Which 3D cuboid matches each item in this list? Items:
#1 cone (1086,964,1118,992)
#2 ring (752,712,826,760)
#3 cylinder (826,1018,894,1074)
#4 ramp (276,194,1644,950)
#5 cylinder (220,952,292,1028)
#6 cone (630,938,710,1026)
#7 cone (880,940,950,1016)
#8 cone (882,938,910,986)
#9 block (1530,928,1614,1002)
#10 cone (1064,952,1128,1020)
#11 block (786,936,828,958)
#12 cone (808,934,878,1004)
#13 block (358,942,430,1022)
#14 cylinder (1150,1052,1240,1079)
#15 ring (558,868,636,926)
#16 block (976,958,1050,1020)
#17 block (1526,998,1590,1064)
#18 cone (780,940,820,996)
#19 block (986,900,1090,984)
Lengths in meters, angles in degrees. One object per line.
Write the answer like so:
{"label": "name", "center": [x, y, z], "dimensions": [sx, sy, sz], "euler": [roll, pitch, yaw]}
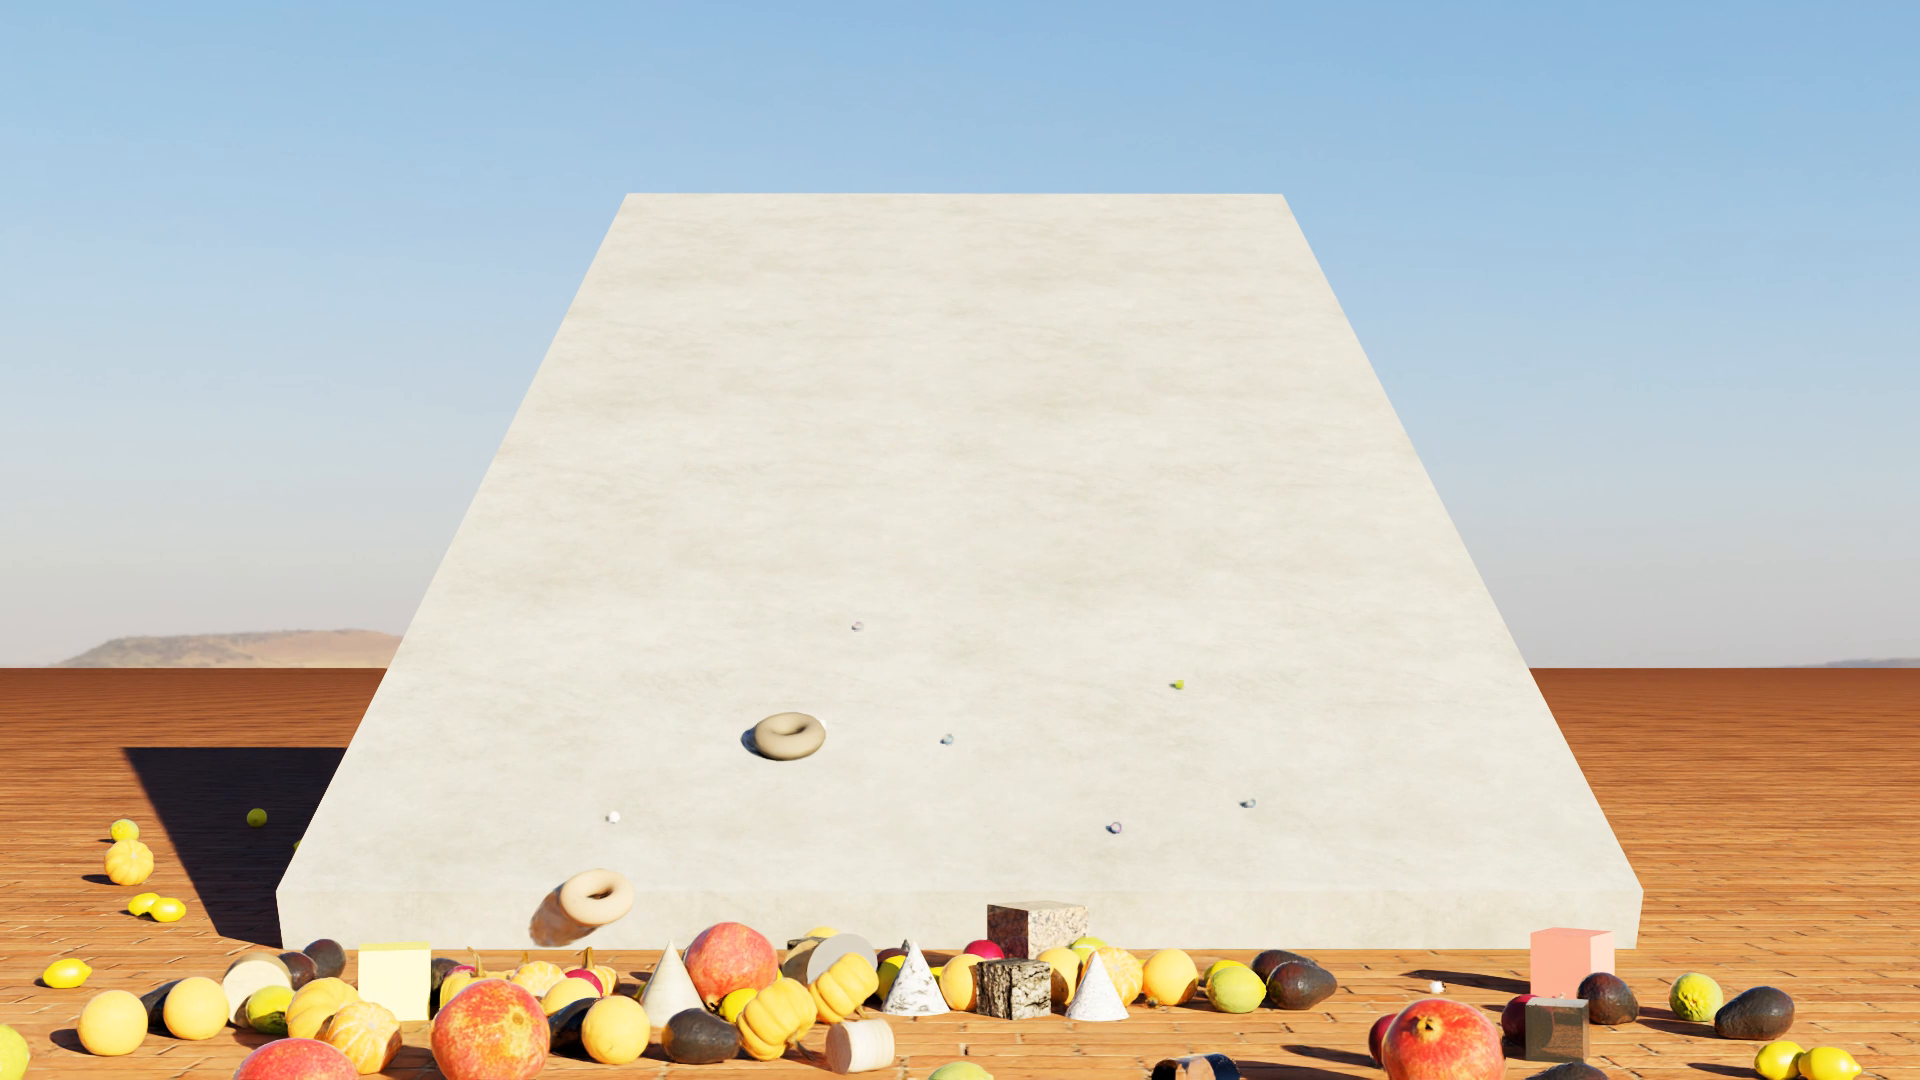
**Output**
{"label": "cone", "center": [0.161, 0.567, 2.904], "dimensions": [0.053, 0.053, 0.053], "euler": [-30, 16, -34]}
{"label": "ring", "center": [-0.280, 0.320, 3.784], "dimensions": [0.121, 0.040, 0.121], "euler": [-1, 23, 0]}
{"label": "cylinder", "center": [-0.104, 0.526, 2.406], "dimensions": [0.052, 0.052, 0.052], "euler": [2, -4, -35]}
{"label": "ramp", "center": [-0.007, -0.226, 5.242], "dimensions": [2.000, 0.100, 4.000], "euler": [0, 23, 0]}
{"label": "cylinder", "center": [-0.828, 0.530, 2.725], "dimensions": [0.079, 0.079, 0.079], "euler": [1, -3, -15]}
{"label": "cone", "center": [-0.344, 0.522, 2.749], "dimensions": [0.097, 0.097, 0.097], "euler": [0, -3, 0]}
{"label": "cone", "center": [-0.056, 0.531, 2.828], "dimensions": [0.086, 0.086, 0.086], "euler": [0, -3, 0]}
{"label": "cone", "center": [-0.072, 0.555, 3.054], "dimensions": [0.062, 0.062, 0.062], "euler": [0, -3, 0]}
{"label": "block", "center": [0.783, 0.542, 2.958], "dimensions": [0.080, 0.080, 0.080], "euler": [-2, -4, 36]}
{"label": "cone", "center": [0.164, 0.533, 2.785], "dimensions": [0.078, 0.078, 0.078], "euler": [0, -3, 0]}
{"label": "block", "center": [-0.186, 0.556, 3.045], "dimensions": [0.060, 0.060, 0.060], "euler": [-2, -4, 32]}
{"label": "cone", "center": [-0.134, 0.559, 2.935], "dimensions": [0.093, 0.093, 0.093], "euler": [-1, -30, 19]}
{"label": "block", "center": [-0.681, 0.531, 2.785], "dimensions": [0.083, 0.083, 0.083], "euler": [1, -3, -14]}
{"label": "cylinder", "center": [0.219, 0.509, 2.148], "dimensions": [0.060, 0.060, 0.060], "euler": [2, -4, -35]}
{"label": "ring", "center": [-0.524, 0.515, 3.340], "dimensions": [0.111, 0.037, 0.111], "euler": [0, 29, 0]}
{"label": "block", "center": [0.065, 0.541, 2.793], "dimensions": [0.063, 0.063, 0.063], "euler": [3, -4, -42]}
{"label": "block", "center": [0.642, 0.527, 2.485], "dimensions": [0.060, 0.060, 0.060], "euler": [-1, -3, 21]}
{"label": "cone", "center": [-0.178, 0.566, 2.984], "dimensions": [0.075, 0.075, 0.075], "euler": [-3, -31, 42]}
{"label": "block", "center": [0.105, 0.540, 3.105], "dimensions": [0.099, 0.099, 0.099], "euler": [2, -4, -33]}
